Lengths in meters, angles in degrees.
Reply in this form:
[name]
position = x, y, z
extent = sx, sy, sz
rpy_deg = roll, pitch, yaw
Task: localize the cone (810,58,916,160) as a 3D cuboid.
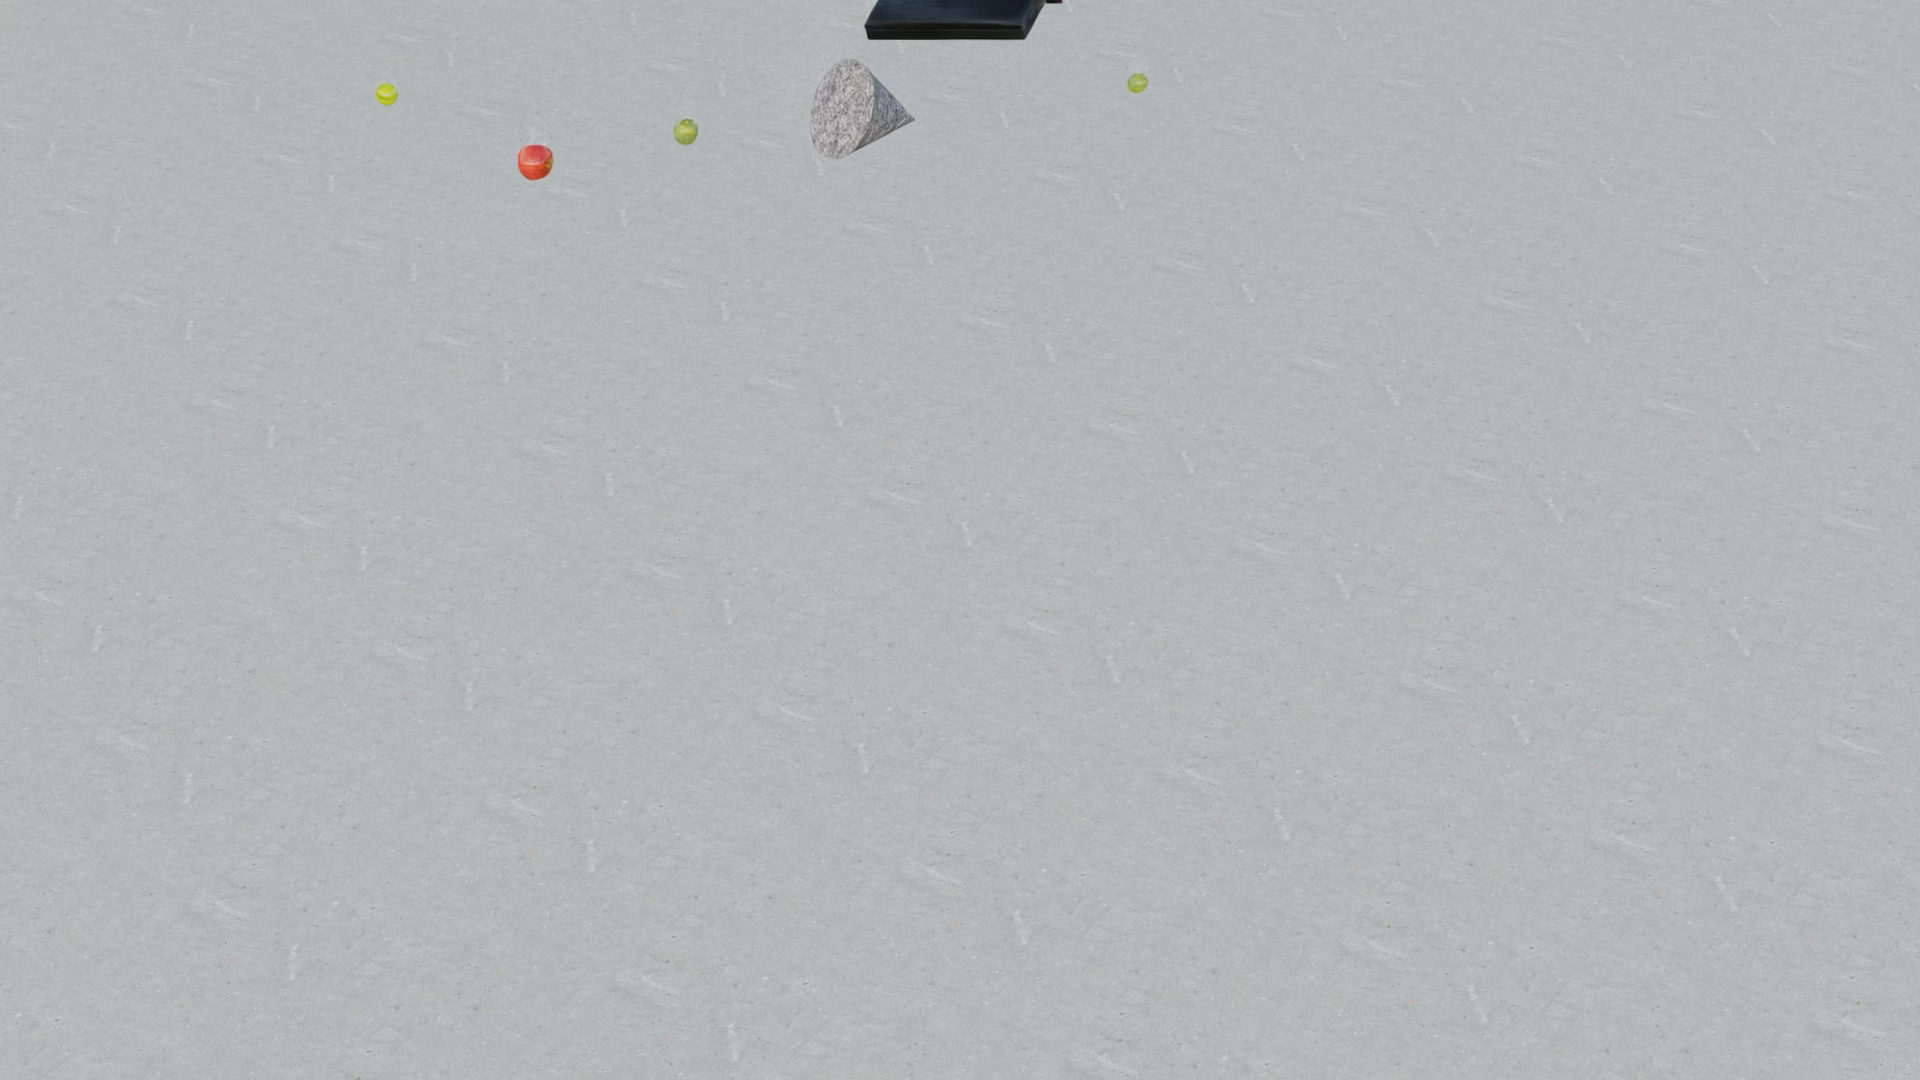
[cone]
position = -0.238, -1.253, 8.638
extent = 0.229, 0.300, 0.341
rpy_deg = 32, 20, 33
